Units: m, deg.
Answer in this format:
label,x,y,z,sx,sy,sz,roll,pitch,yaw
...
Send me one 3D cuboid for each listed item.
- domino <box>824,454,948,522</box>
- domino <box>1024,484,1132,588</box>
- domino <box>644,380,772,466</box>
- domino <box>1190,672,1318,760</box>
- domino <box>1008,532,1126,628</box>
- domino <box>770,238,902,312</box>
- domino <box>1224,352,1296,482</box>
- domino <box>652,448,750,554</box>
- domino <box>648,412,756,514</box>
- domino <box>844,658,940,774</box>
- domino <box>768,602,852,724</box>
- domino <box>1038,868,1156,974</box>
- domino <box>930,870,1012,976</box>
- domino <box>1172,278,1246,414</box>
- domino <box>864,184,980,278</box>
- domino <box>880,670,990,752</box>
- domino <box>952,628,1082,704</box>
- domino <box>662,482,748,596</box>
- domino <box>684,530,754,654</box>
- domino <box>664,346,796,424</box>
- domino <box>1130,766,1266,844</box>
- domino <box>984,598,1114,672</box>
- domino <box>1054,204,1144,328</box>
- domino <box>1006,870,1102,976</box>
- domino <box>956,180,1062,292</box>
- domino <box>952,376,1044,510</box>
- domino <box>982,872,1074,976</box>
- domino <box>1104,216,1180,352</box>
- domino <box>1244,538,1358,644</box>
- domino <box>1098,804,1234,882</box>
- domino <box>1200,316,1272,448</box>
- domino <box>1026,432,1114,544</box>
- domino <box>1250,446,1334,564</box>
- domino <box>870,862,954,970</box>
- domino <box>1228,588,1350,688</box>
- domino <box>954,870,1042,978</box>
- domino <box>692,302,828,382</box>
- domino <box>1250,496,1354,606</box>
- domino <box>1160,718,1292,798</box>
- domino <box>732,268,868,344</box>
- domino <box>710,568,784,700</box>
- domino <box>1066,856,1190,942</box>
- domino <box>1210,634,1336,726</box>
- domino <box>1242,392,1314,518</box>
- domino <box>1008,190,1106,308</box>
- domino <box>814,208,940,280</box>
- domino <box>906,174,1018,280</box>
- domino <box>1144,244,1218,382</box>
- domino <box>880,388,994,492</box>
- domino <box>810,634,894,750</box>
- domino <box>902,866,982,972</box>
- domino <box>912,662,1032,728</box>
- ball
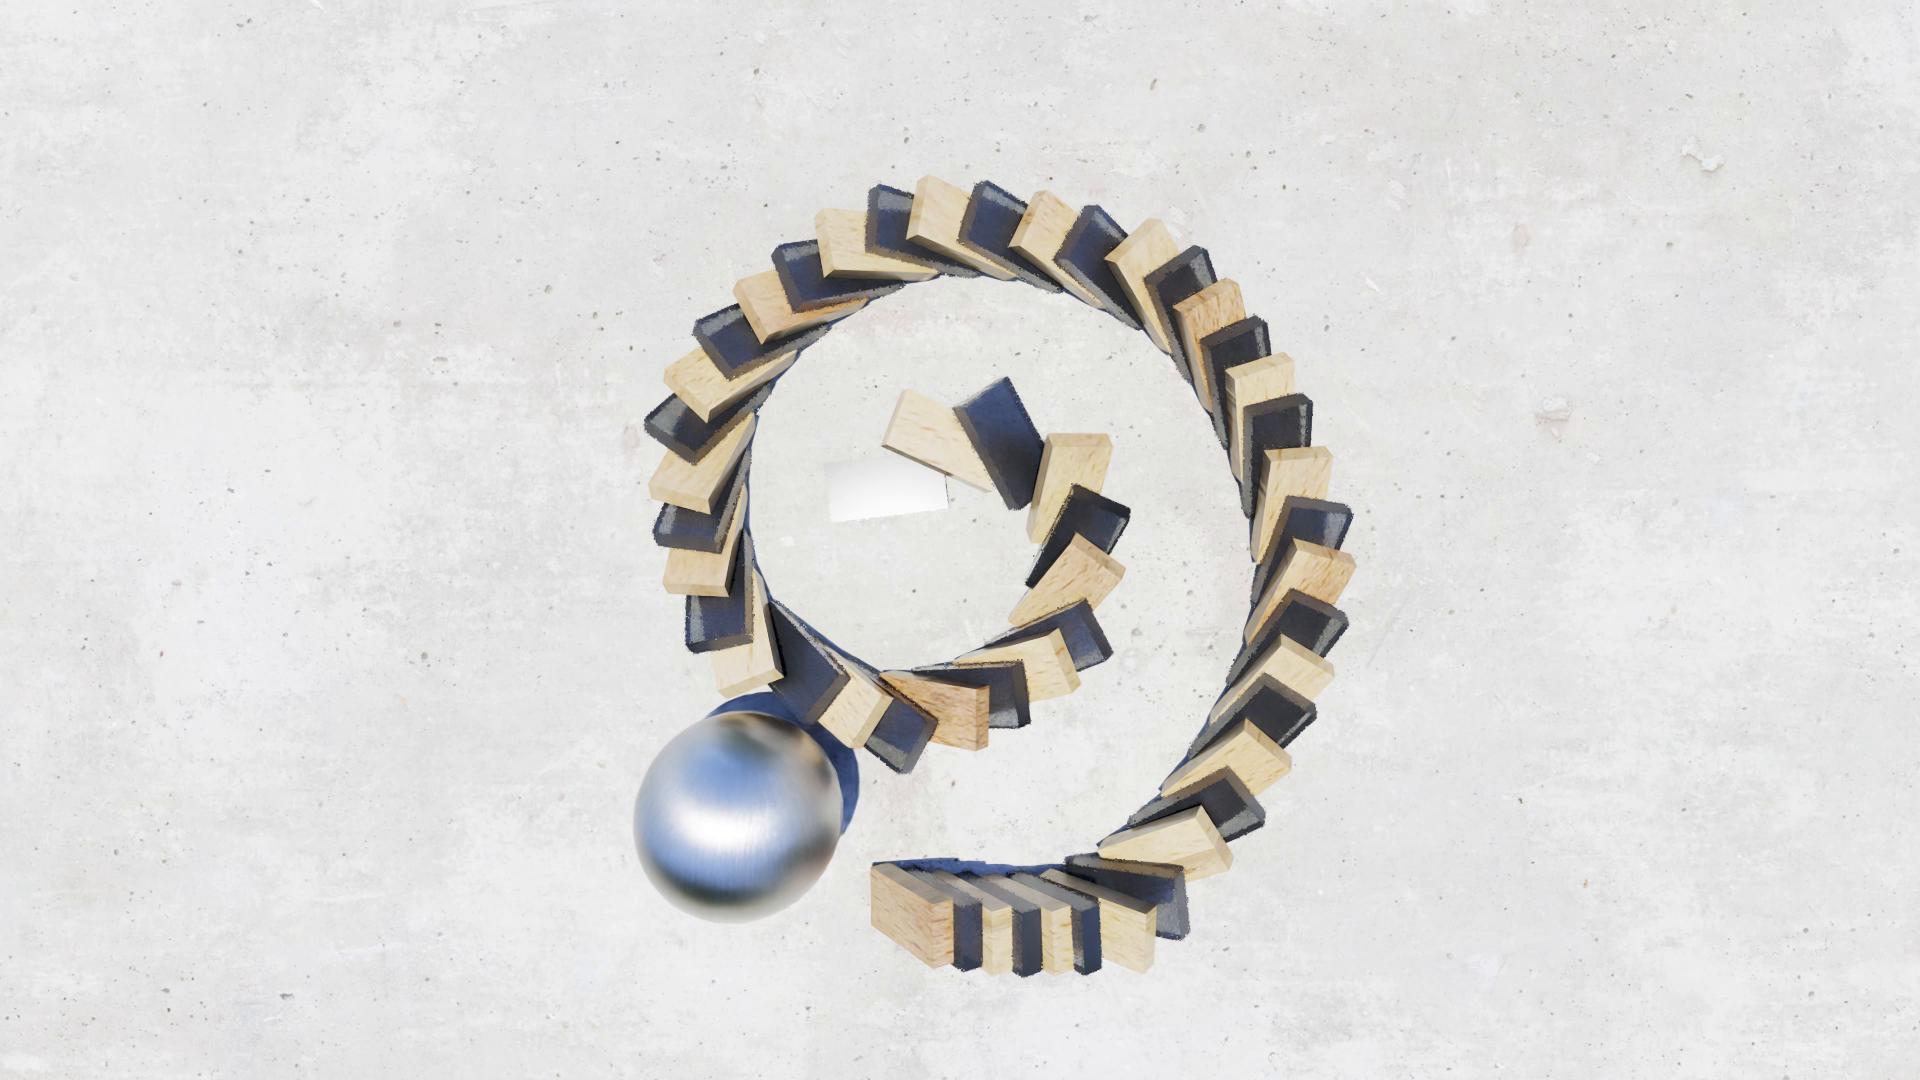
label,x,y,z,sx,sy,sz,roll,pitch,yaw
domino,-0.031,-0.023,0.395,0.050,0.010,0.025,-7,90,0
domino,0.048,0.003,0.381,0.025,0.009,0.050,23,126,-2
domino,-0.104,-0.056,0.381,0.025,0.009,0.050,34,56,3
domino,0.122,0.080,0.382,0.025,0.009,0.050,32,121,-1
domino,0.044,0.023,0.382,0.025,0.009,0.050,35,125,0
domino,-0.051,-0.113,0.382,0.050,0.009,0.025,-22,90,-35
domino,0.125,-0.050,0.381,0.025,0.009,0.050,-18,126,-2
domino,-0.107,-0.019,0.381,0.025,0.009,0.050,7,52,2
domino,-0.106,-0.035,0.381,0.025,0.010,0.050,14,53,3
domino,-0.035,0.073,0.383,0.050,0.010,0.025,30,93,31
domino,-0.071,0.051,0.383,0.050,0.009,0.025,40,90,31
domino,0.056,0.157,0.380,0.050,0.009,0.025,6,98,37
domino,0.002,0.156,0.377,0.009,0.050,0.025,-1,90,-34
domino,0.108,-0.080,0.381,0.025,0.010,0.050,-29,126,-1
domino,-0.014,-0.128,0.382,0.050,0.010,0.025,4,89,-33
domino,-0.011,0.070,0.381,0.050,0.009,0.025,3,94,35
domino,0.023,0.055,0.381,0.050,0.009,0.025,-21,93,36
domino,-0.106,-0.001,0.383,0.025,0.009,0.050,3,59,0
domino,-0.100,0.021,0.382,0.025,0.009,0.050,-11,58,3
domino,-0.095,-0.072,0.382,0.025,0.010,0.050,43,56,4
domino,0.099,0.117,0.383,0.050,0.010,0.025,-39,90,30
domino,0.036,0.046,0.382,0.050,0.010,0.025,-28,90,35
domino,0.064,-0.113,0.382,0.050,0.009,0.025,30,90,-35
domino,0.037,0.156,0.377,0.010,0.050,0.025,-3,90,-34
domino,0.025,-0.126,0.383,0.050,0.009,0.025,18,90,-32
domino,0.020,-0.040,0.385,0.025,0.009,0.050,-36,106,-20
domino,0.026,0.157,0.377,0.009,0.050,0.025,-3,89,-34
domino,0.083,-0.105,0.382,0.025,0.009,0.050,-43,125,0
domino,0.141,0.025,0.382,0.025,0.010,0.050,15,122,-2
domino,0.085,0.131,0.382,0.050,0.009,0.025,-33,90,34
domino,0.117,-0.065,0.382,0.025,0.009,0.050,-23,126,0
domino,0.044,-0.021,0.378,0.025,0.010,0.050,-1,132,-12
domino,0.138,-0.014,0.382,0.025,0.009,0.050,-4,124,0
domino,-0.021,0.153,0.377,0.010,0.050,0.025,-1,90,-34
domino,0.136,0.046,0.383,0.025,0.009,0.050,25,121,0
domino,0.014,0.157,0.377,0.009,0.050,0.025,-1,90,-34
domino,-0.083,-0.088,0.382,0.050,0.010,0.025,-36,87,-33
domino,0.142,0.007,0.383,0.025,0.009,0.050,9,122,0
domino,0.111,0.099,0.383,0.025,0.009,0.050,40,121,0
domino,-0.066,-0.102,0.383,0.050,0.009,0.025,-29,90,-32
domino,-0.091,0.038,0.382,0.025,0.009,0.050,-22,57,2
domino,0.069,0.148,0.381,0.050,0.009,0.025,-7,90,37
domino,0.130,0.065,0.383,0.025,0.010,0.050,31,121,0
domino,0.132,-0.034,0.381,0.025,0.010,0.050,-14,125,-2
domino,0.047,-0.121,0.384,0.050,0.010,0.025,26,90,-30
domino,-0.034,-0.123,0.382,0.050,0.010,0.025,-9,88,-34
domino,0.003,-0.129,0.382,0.050,0.009,0.025,12,86,-32
domino,0.097,-0.093,0.381,0.025,0.009,0.050,-34,126,0
domino,-0.005,-0.041,0.386,0.050,0.009,0.025,23,82,-18
domino,-0.054,0.062,0.383,0.050,0.009,0.025,32,90,31
domino,-0.009,0.155,0.377,0.010,0.050,0.025,-1,90,-34
domino,0.004,0.065,0.382,0.050,0.009,0.025,-8,90,36
ball,-0.086,0.108,0.360,0.080,0.080,0.080,0,90,0
